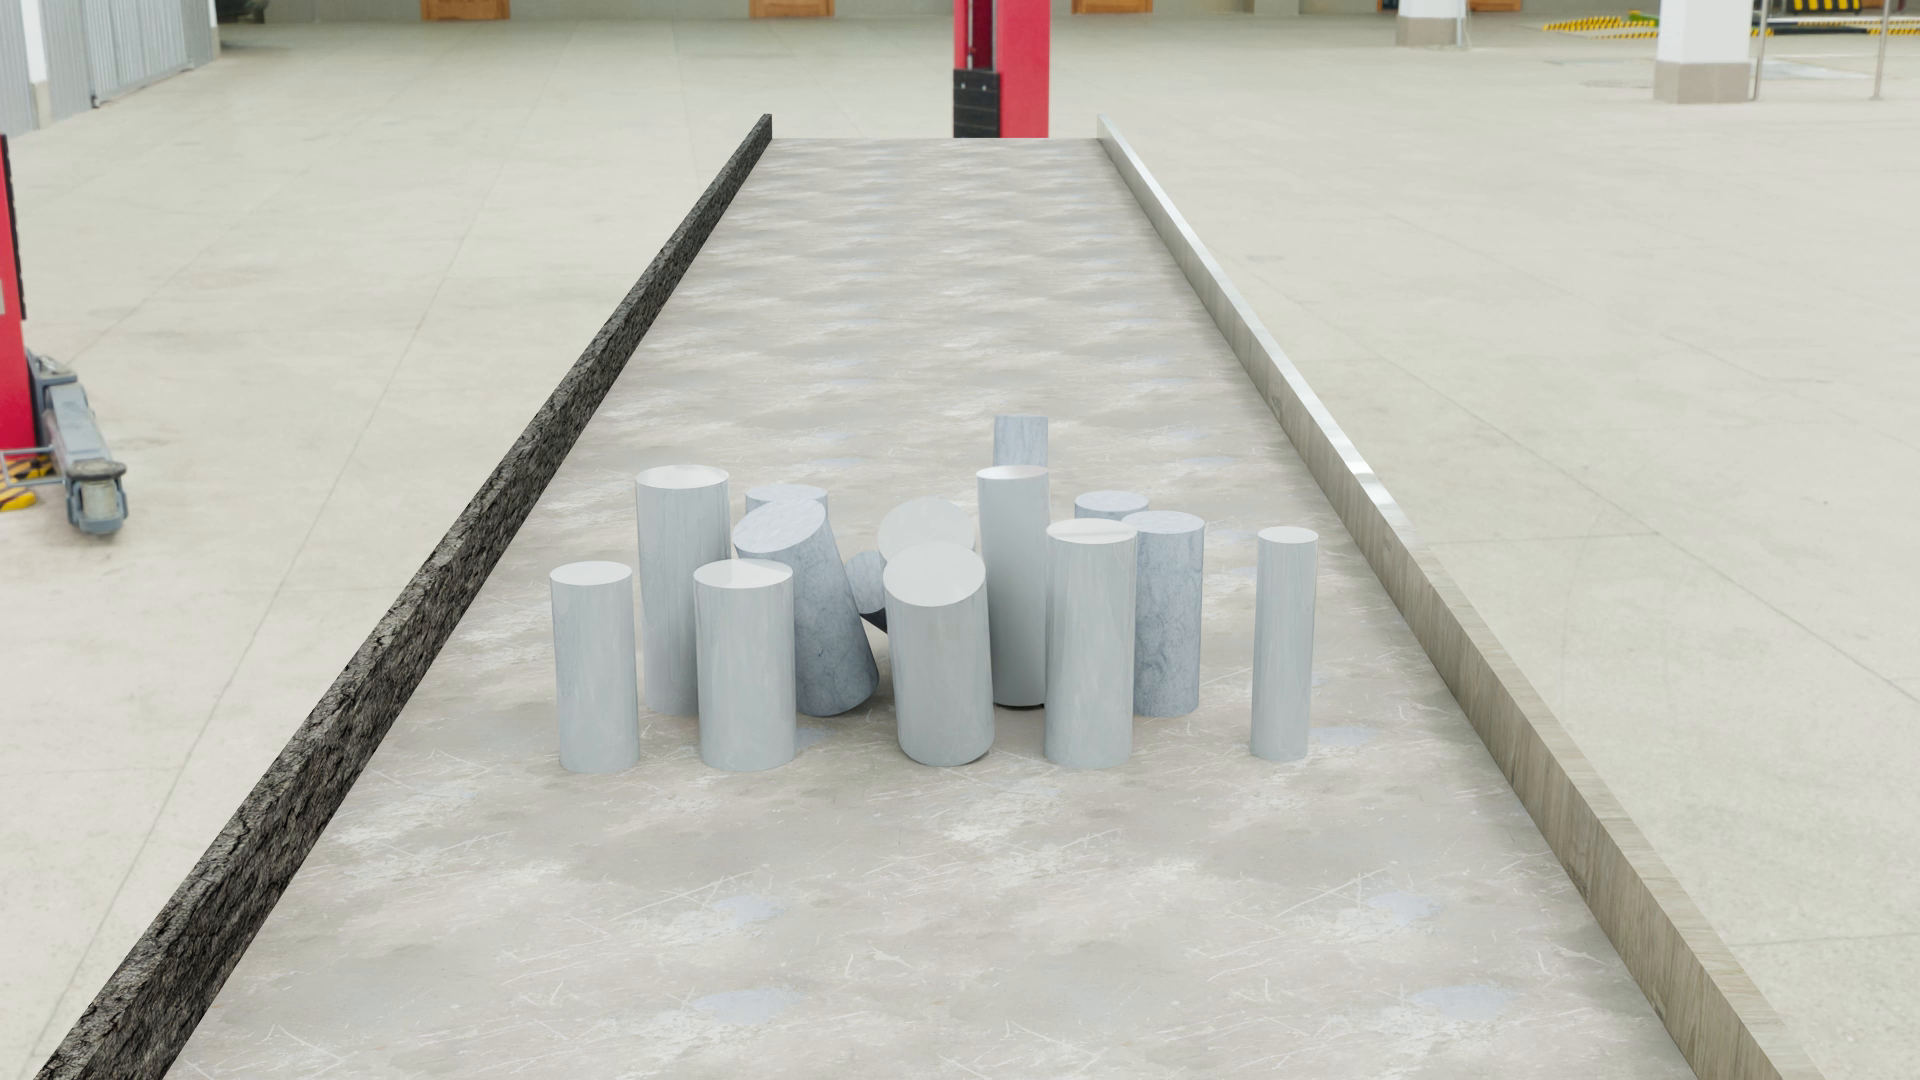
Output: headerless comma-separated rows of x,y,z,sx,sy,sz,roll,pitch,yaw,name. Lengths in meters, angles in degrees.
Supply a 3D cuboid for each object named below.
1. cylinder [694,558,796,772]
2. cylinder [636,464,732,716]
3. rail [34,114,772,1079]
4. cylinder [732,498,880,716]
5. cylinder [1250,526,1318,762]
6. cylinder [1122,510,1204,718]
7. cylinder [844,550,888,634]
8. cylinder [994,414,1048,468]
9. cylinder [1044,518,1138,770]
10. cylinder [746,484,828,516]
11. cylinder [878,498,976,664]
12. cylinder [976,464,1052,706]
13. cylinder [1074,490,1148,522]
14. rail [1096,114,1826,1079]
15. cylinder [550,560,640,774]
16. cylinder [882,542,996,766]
-0.379,0.220,3.891,0.173,0.339,0.173,0,17,0,cylinder
-0.515,0.093,4.139,0.173,0.441,0.173,0,17,0,cylinder
-1.118,-0.838,7.780,0.050,0.150,12.000,0,17,-1,rail
-0.283,0.125,4.079,0.176,0.376,0.176,-12,32,7,cylinder
0.573,0.185,3.895,0.104,0.405,0.104,0,17,0,cylinder
0.377,0.138,4.133,0.154,0.359,0.154,0,17,0,cylinder
-0.115,0.128,4.305,0.126,0.126,0.326,8,-14,24,cylinder
0.125,-0.060,4.685,0.114,0.409,0.114,1,5,0,cylinder
0.229,0.182,3.888,0.159,0.414,0.159,0,17,0,cylinder
-0.345,0.068,4.398,0.162,0.334,0.162,0,14,0,cylinder
-0.052,0.118,4.060,0.174,0.418,0.174,-1,53,2,cylinder
0.111,0.085,4.158,0.136,0.436,0.136,-3,12,1,cylinder
0.302,0.077,4.394,0.146,0.324,0.146,-1,17,0,cylinder
0.932,-0.844,7.801,0.050,0.150,12.000,0,17,-1,rail
-0.641,0.223,3.867,0.141,0.347,0.141,0,17,0,cylinder
-0.034,0.202,3.838,0.175,0.366,0.175,-2,37,2,cylinder
